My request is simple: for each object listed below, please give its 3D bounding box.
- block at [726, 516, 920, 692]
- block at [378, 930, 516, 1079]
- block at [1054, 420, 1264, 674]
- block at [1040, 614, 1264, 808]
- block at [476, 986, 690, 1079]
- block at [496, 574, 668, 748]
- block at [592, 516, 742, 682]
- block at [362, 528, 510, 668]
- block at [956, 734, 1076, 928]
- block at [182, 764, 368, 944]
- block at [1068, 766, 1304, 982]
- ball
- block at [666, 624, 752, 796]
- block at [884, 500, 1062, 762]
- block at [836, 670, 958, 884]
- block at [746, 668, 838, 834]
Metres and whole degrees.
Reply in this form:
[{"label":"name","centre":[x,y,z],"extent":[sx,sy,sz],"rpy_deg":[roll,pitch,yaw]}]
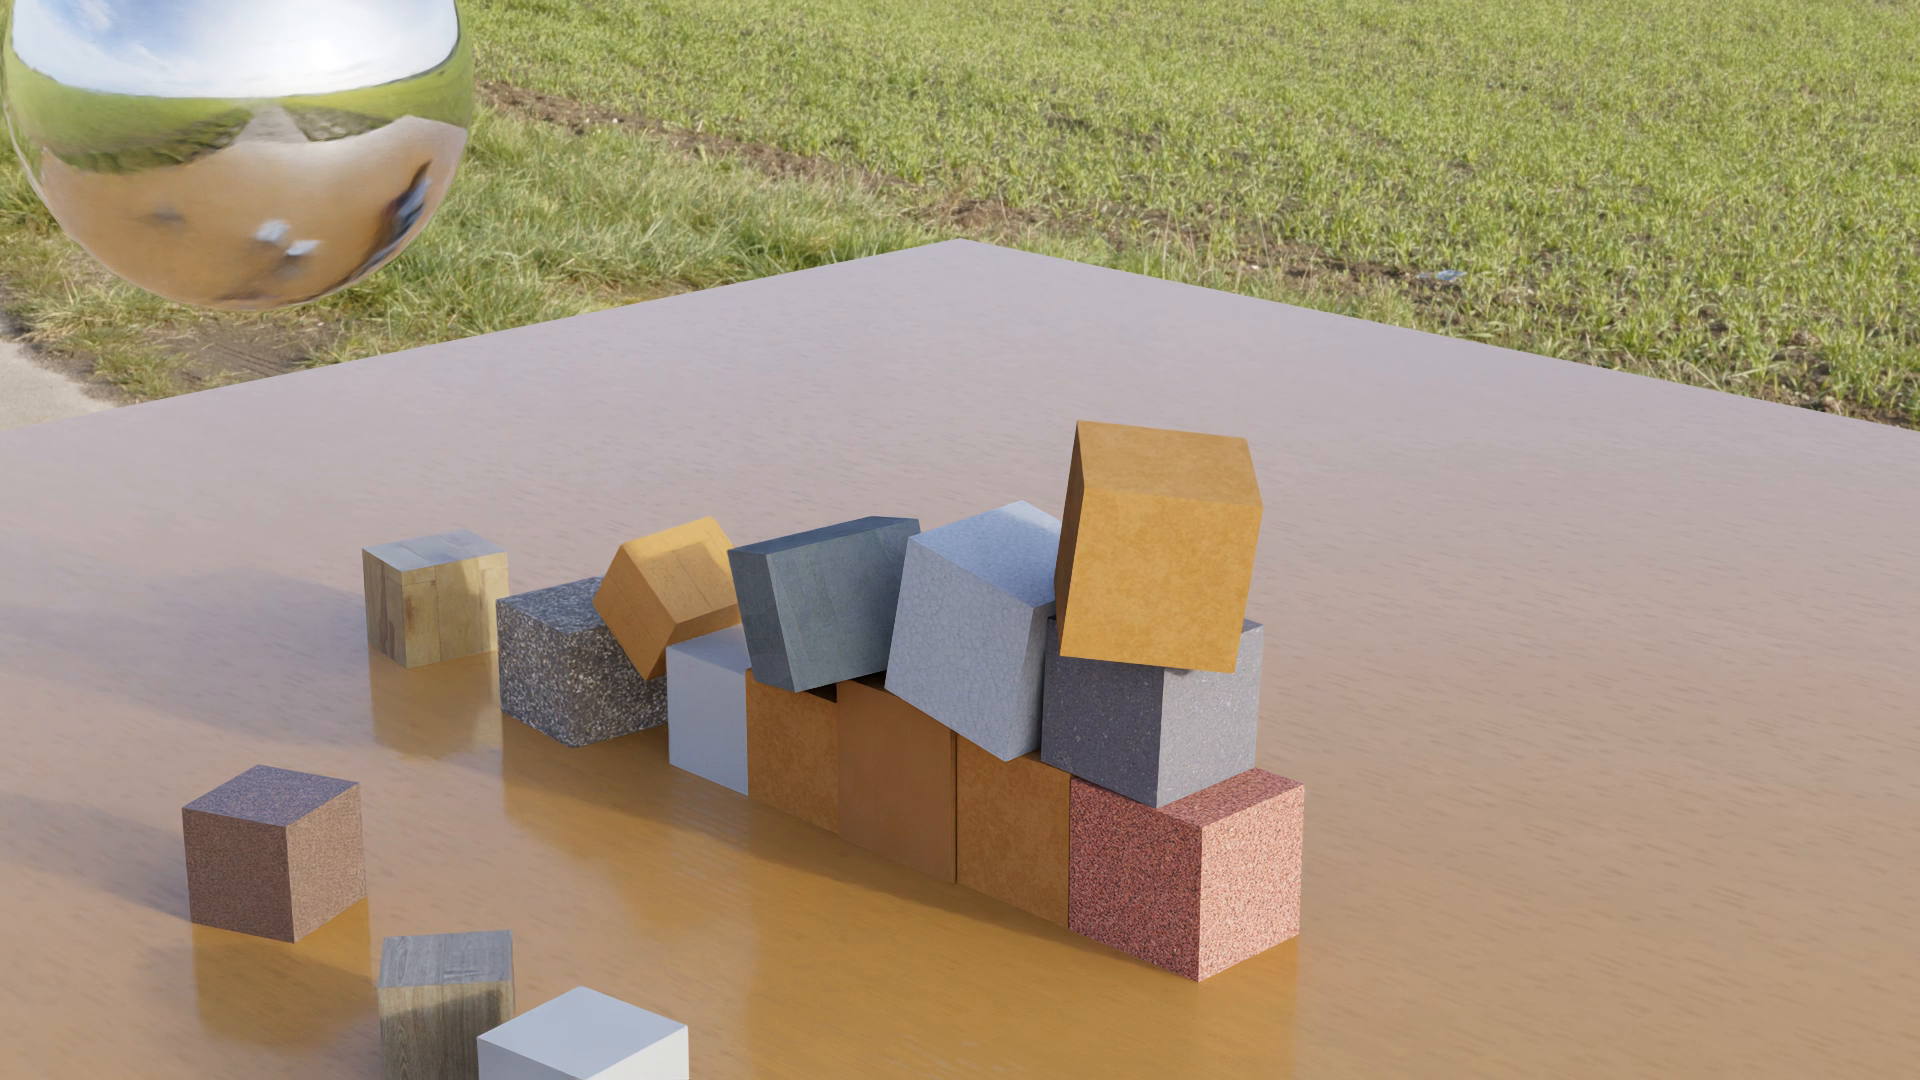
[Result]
[{"label":"block","centre":[-0.587,0.288,13.745],"extent":[0.740,0.643,0.742],"rpy_deg":[-13,6,-17]},{"label":"block","centre":[-2.033,1.867,11.667],"extent":[0.509,0.443,0.467],"rpy_deg":[-2,18,-7]},{"label":"block","centre":[0.815,0.022,12.283],"extent":[0.728,0.757,0.732],"rpy_deg":[6,24,-3]},{"label":"block","centre":[0.830,0.665,12.703],"extent":[0.670,0.668,0.650],"rpy_deg":[20,26,41]},{"label":"block","centre":[-1.388,2.066,10.868],"extent":[0.550,0.541,0.537],"rpy_deg":[13,22,36]},{"label":"block","centre":[-1.929,0.623,15.330],"extent":[0.700,0.619,0.707],"rpy_deg":[-14,22,-37]},{"label":"block","centre":[-1.426,0.294,14.877],"extent":[0.577,0.493,0.526],"rpy_deg":[-19,63,-39]},{"label":"block","centre":[-2.923,0.321,16.390],"extent":[0.636,0.559,0.522],"rpy_deg":[-12,21,-33]},{"label":"block","centre":[0.468,1.216,13.256],"extent":[0.690,0.731,0.671],"rpy_deg":[17,24,42]},{"label":"block","centre":[-3.038,1.386,13.018],"extent":[0.548,0.549,0.552],"rpy_deg":[7,19,22]},{"label":"block","centre":[0.982,1.381,12.767],"extent":[0.675,0.709,0.748],"rpy_deg":[-17,24,-42]},{"label":"ball","centre":[-2.502,-1.598,10.217],"extent":[1.600,1.600,1.600],"rpy_deg":[0,17,0]},{"label":"block","centre":[-1.025,0.825,14.675],"extent":[0.631,0.627,0.605],"rpy_deg":[-17,24,-42]},{"label":"block","centre":[0.242,0.394,13.132],"extent":[0.755,0.768,0.753],"rpy_deg":[29,32,35]},{"label":"block","centre":[-0.061,1.023,13.726],"extent":[0.702,0.818,0.749],"rpy_deg":[-17,24,-42]},{"label":"block","centre":[-0.577,0.944,14.235],"extent":[0.635,0.662,0.665],"rpy_deg":[-16,24,-42]}]
